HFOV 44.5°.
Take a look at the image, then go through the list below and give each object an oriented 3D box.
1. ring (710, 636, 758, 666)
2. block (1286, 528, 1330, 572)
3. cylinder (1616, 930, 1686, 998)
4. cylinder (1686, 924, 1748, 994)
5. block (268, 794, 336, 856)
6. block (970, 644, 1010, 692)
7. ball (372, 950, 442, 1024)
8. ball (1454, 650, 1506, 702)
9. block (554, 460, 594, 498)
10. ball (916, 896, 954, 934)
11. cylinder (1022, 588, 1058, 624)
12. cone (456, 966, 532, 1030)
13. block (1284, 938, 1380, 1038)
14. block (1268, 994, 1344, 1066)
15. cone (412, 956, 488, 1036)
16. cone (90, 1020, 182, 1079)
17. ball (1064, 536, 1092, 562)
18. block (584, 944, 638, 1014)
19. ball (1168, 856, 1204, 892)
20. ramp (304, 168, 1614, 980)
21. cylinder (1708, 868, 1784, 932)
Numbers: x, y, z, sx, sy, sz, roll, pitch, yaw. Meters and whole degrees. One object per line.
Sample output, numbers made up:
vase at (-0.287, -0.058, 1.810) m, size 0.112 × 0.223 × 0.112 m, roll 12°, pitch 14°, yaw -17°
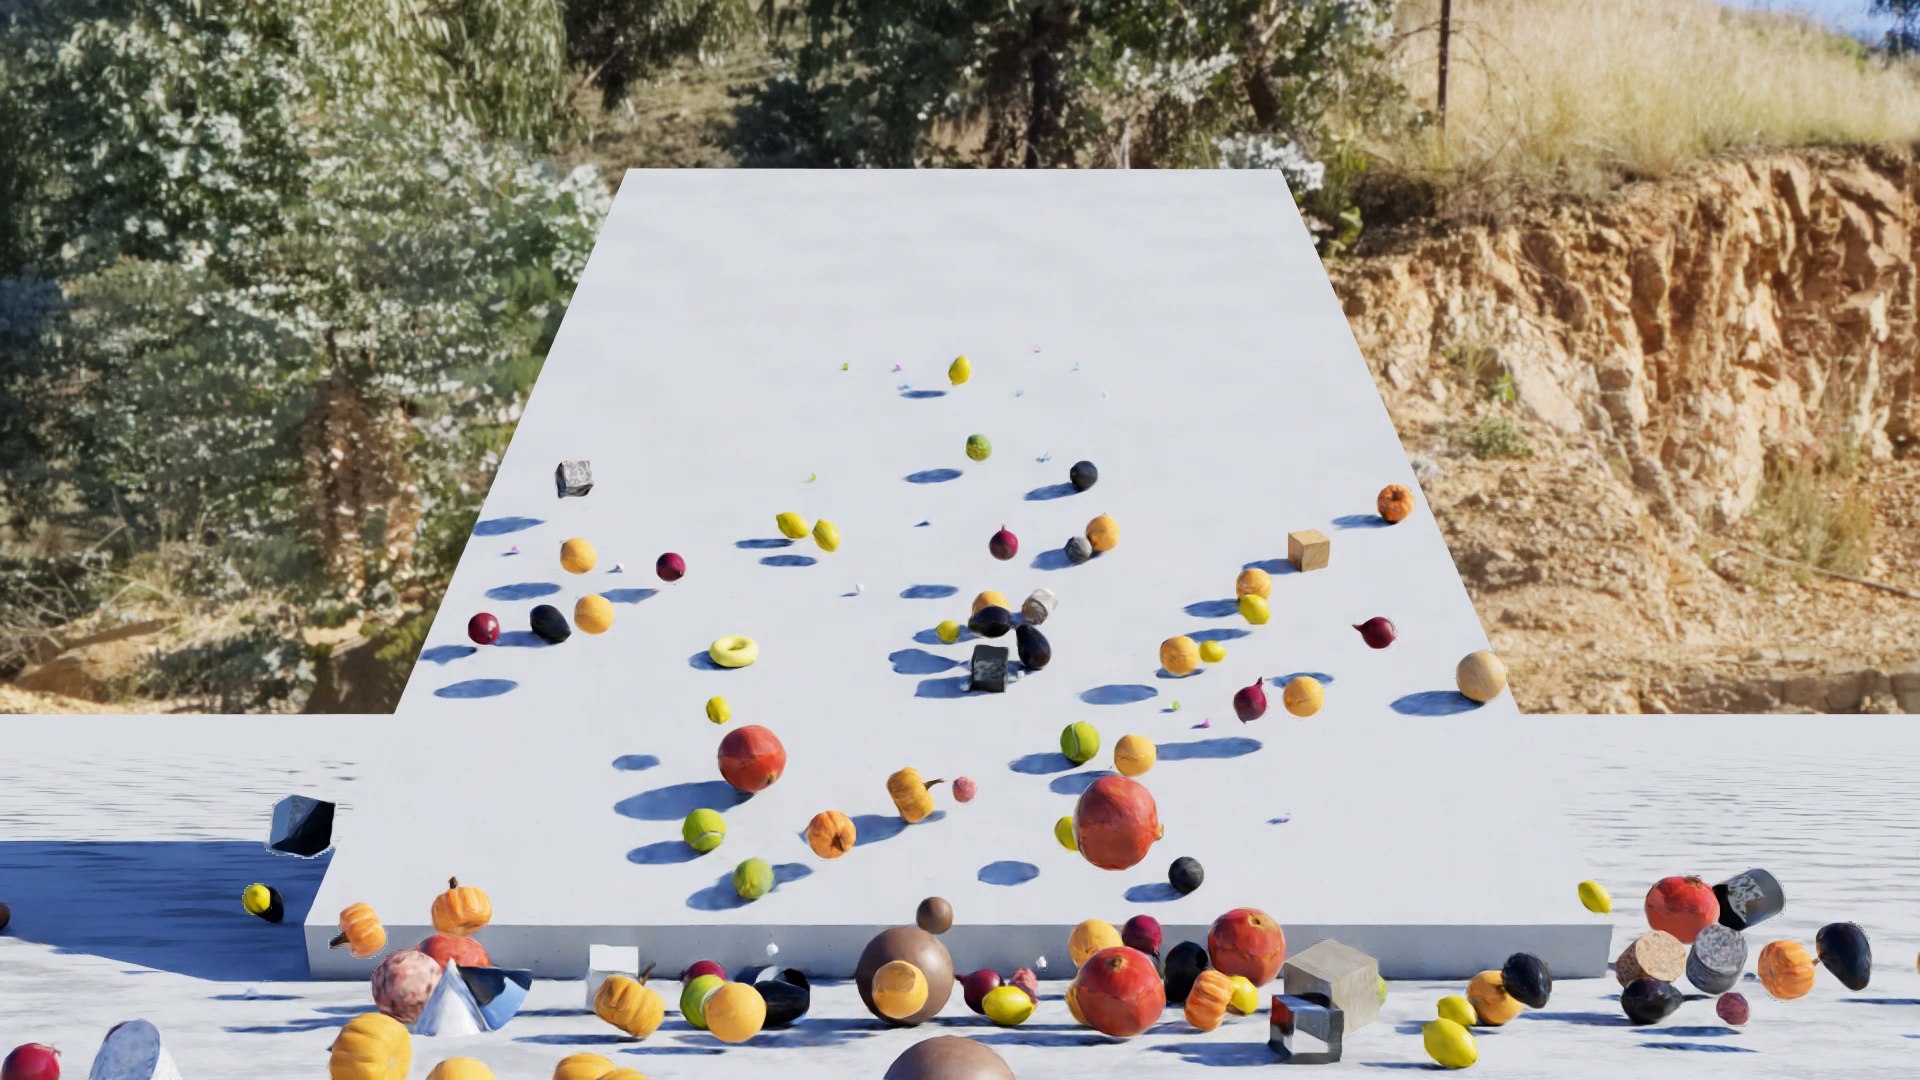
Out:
ring at (-0.418, 0.206, 4.349) m, size 0.091 × 0.030 × 0.091 m, roll 1°, pitch 26°, yaw -1°
block at (0.698, 0.020, 4.708) m, size 0.060 × 0.060 × 0.060 m, roll -10°, pitch 27°, yaw -20°
cylinder at (0.935, 0.574, 3.179) m, size 0.071 × 0.071 × 0.071 m, roll 1°, pitch -30°, yaw -10°
cylinder at (1.091, 0.605, 3.390) m, size 0.074 × 0.074 × 0.074 m, roll 0°, pitch -35°, yaw 5°
block at (-1.126, 0.489, 4.021) m, size 0.077 × 0.077 × 0.077 m, roll 19°, pitch -31°, yaw -34°
block at (0.054, 0.233, 4.258) m, size 0.061 × 0.061 × 0.061 m, roll 3°, pitch 26°, yaw 7°
ball at (-0.734, 0.594, 3.125) m, size 0.095 × 0.095 × 0.095 m, roll 0°, pitch -4°, yaw 0°
ball at (0.932, 0.244, 4.206) m, size 0.091 × 0.091 × 0.091 m, roll 0°, pitch -4°, yaw 0°
block at (-0.799, -0.127, 4.863) m, size 0.058 × 0.058 × 0.058 m, roll -2°, pitch -23°, yaw -28°
ball at (-0.038, 0.569, 3.559) m, size 0.058 × 0.058 × 0.058 m, roll 0°, pitch -4°, yaw 0°
cylinder at (0.152, 0.126, 4.492) m, size 0.053 × 0.053 × 0.053 m, roll -2°, pitch 23°, yaw 26°
cone at (-0.618, 0.573, 3.041) m, size 0.090 × 0.090 × 0.090 m, roll 38°, pitch -21°, yaw -22°
block at (0.454, 0.550, 2.872) m, size 0.081 × 0.081 × 0.081 m, roll -18°, pitch 22°, yaw -34°
block at (0.410, 0.579, 2.783) m, size 0.064 × 0.064 × 0.064 m, roll 1°, pitch 8°, yaw -16°
cone at (-0.660, 0.588, 3.043) m, size 0.096 × 0.096 × 0.096 m, roll 0°, pitch -4°, yaw 0°
cone at (-0.853, 0.575, 2.499) m, size 0.098 × 0.098 × 0.098 m, roll -3°, pitch -32°, yaw 32°
ball at (0.237, 0.019, 4.717) m, size 0.054 × 0.054 × 0.054 m, roll 0°, pitch -4°, yaw 0°
block at (-0.478, 0.602, 3.221) m, size 0.065 × 0.065 × 0.065 m, roll 6°, pitch 20°, yaw -10°
ball at (0.353, 0.521, 3.663) m, size 0.055 × 0.055 × 0.055 m, roll 0°, pitch -4°, yaw 0°
ramp at (-0.009, -0.229, 5.413) m, size 2.000 × 0.100 × 4.000 m, roll 0°, pitch 26°, yaw 0°
cylinder at (1.456, 0.667, 4.351) m, size 0.094 × 0.094 × 0.094 m, roll -16°, pitch 3°, yaw -25°
